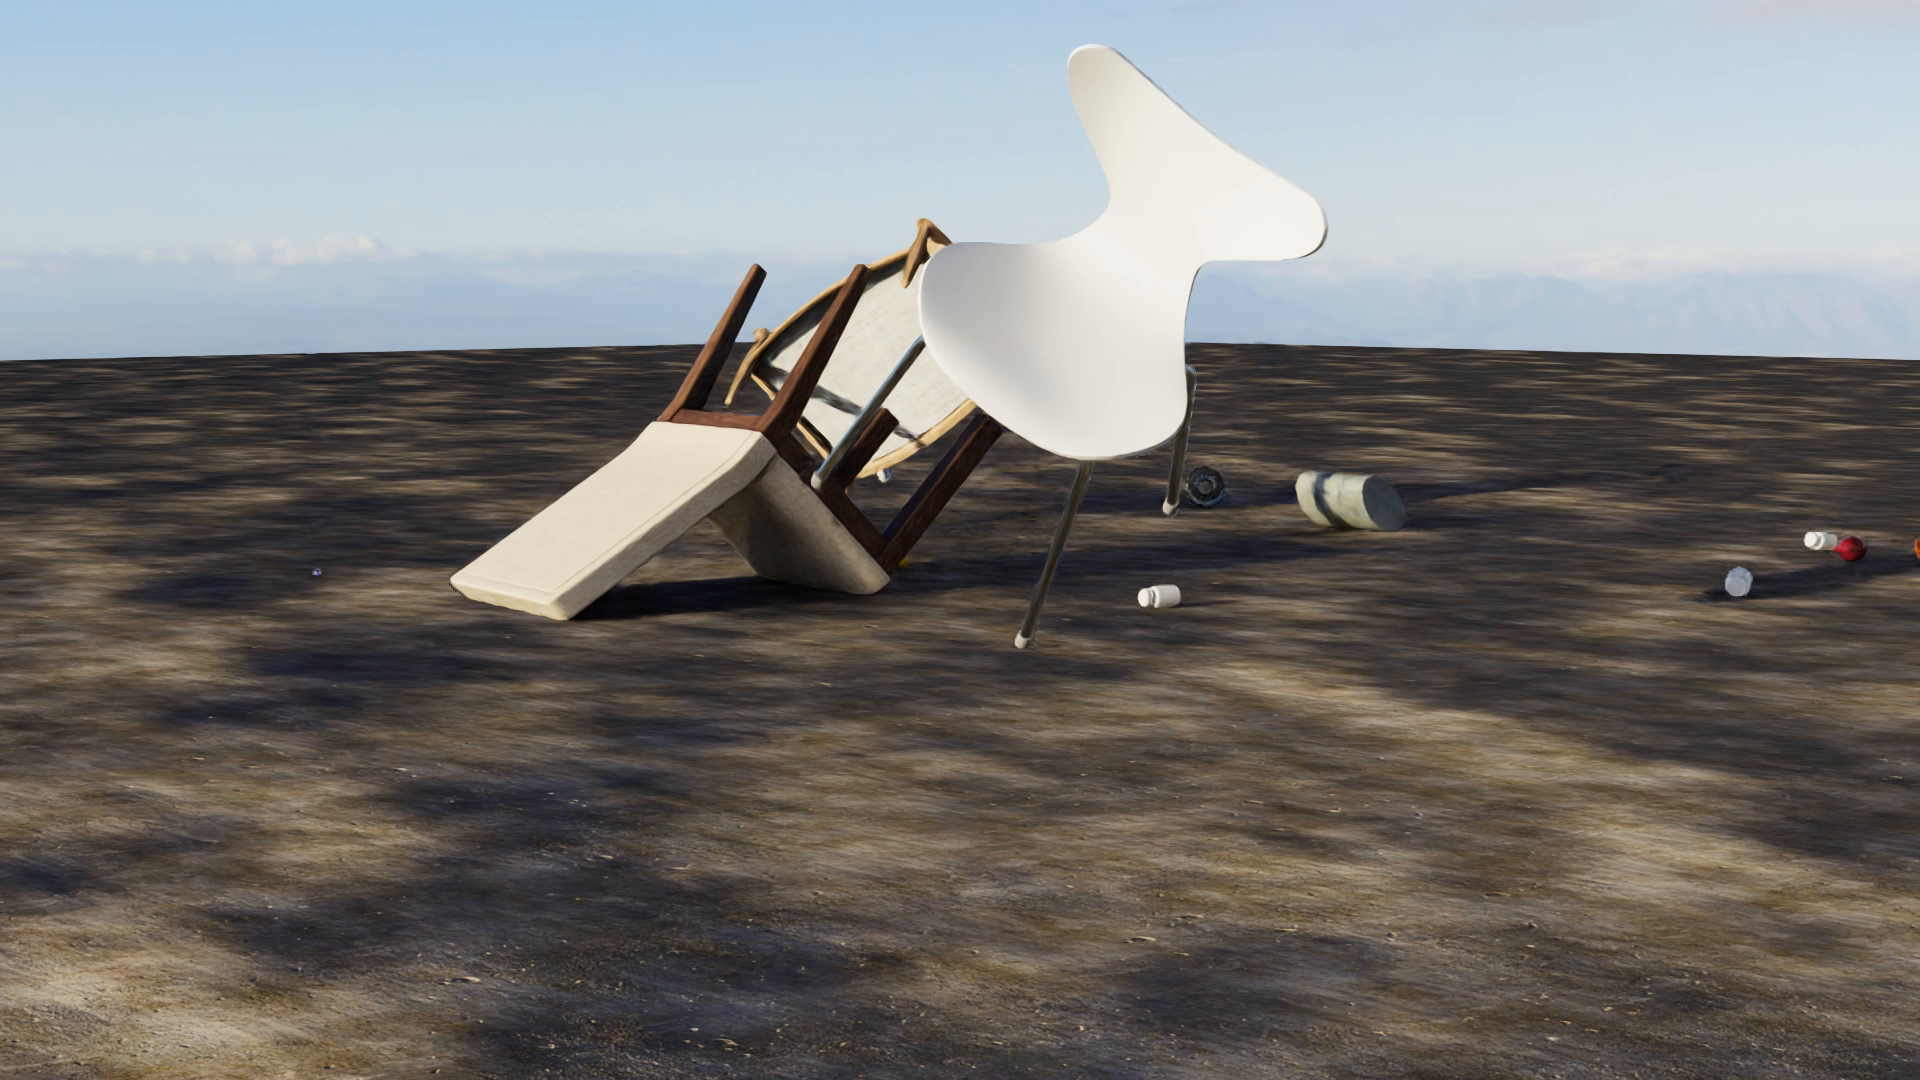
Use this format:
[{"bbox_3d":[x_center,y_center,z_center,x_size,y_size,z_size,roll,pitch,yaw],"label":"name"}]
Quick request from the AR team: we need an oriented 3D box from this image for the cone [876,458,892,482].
[{"bbox_3d":[-0.243,-0.225,8.159,0.047,0.079,0.047,-6,-11,2],"label":"cone"}]

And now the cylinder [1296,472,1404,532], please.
[{"bbox_3d":[1.011,-0.099,6.649,0.215,0.116,0.203,6,-26,46],"label":"cylinder"}]
